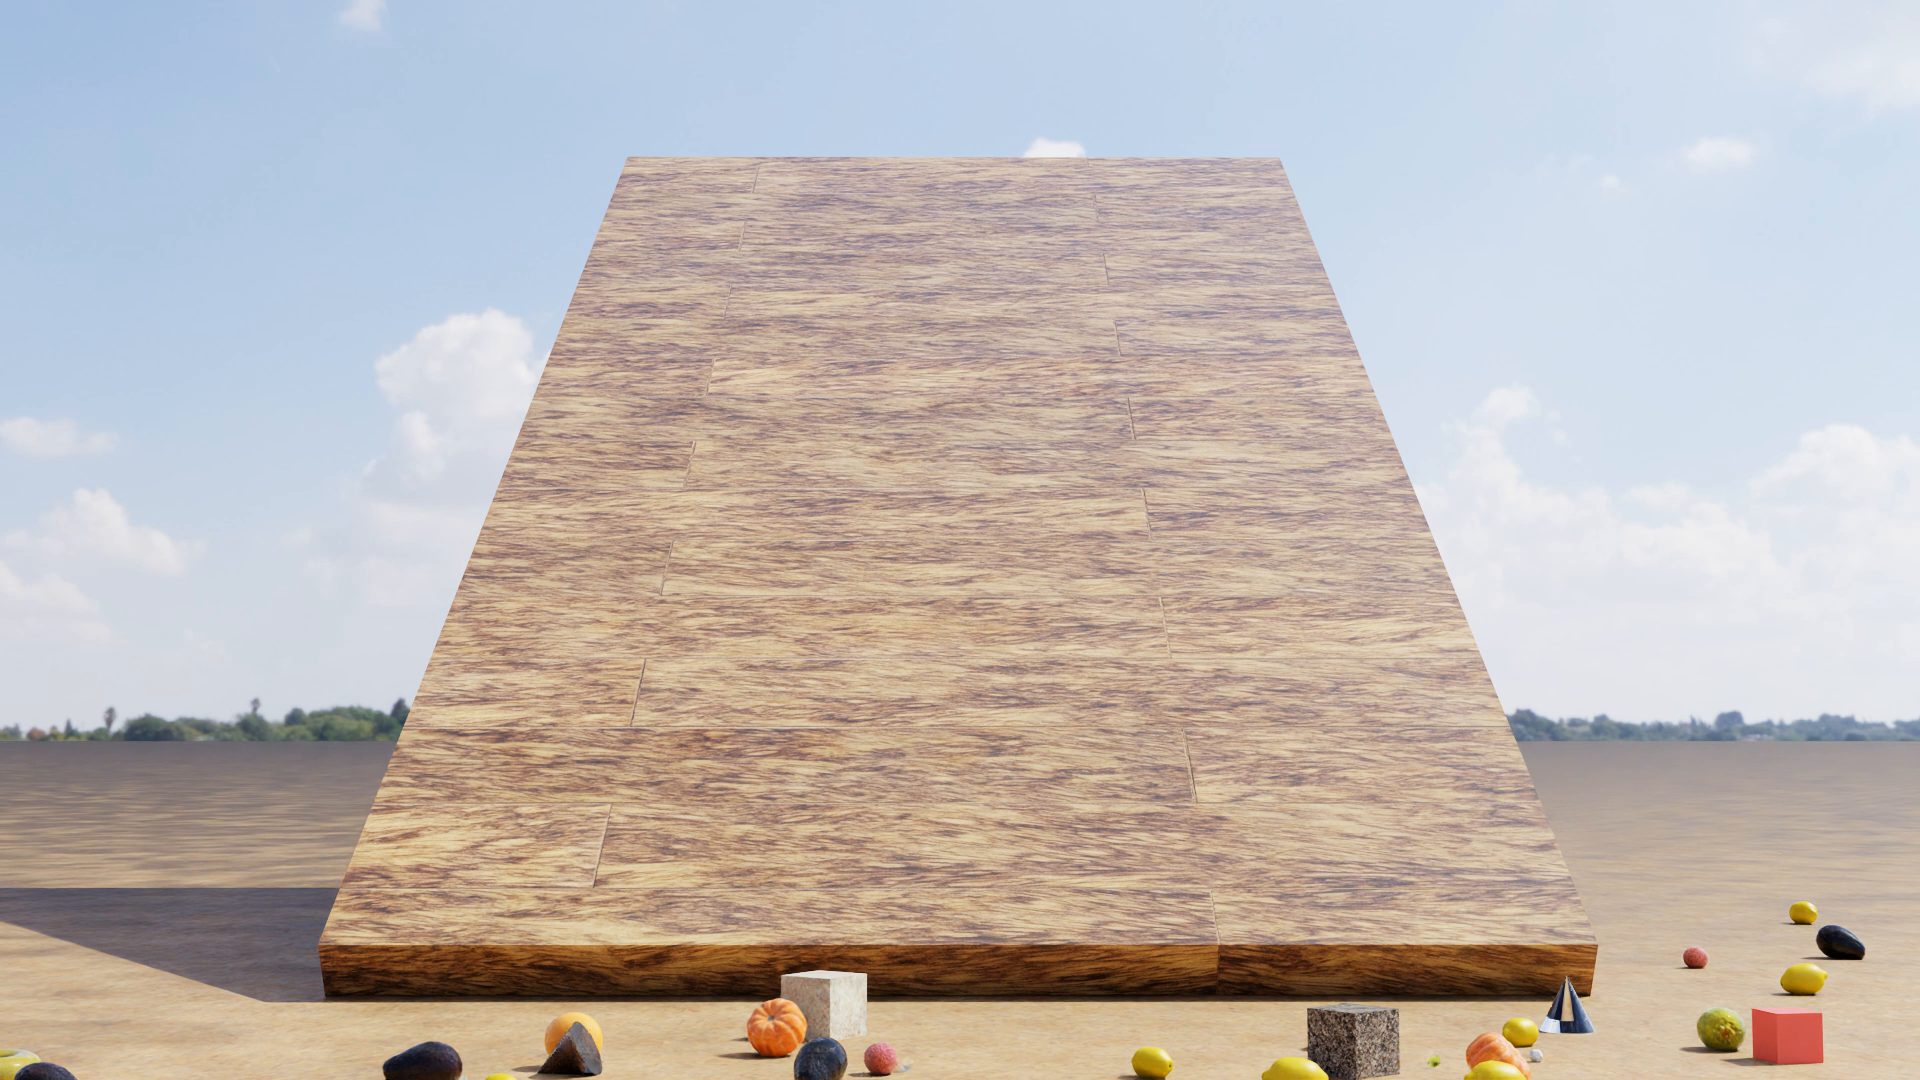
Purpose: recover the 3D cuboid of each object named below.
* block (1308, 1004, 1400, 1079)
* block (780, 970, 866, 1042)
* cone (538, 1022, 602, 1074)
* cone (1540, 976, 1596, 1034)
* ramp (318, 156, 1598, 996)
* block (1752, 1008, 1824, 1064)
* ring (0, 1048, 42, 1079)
[{"bbox_3d":[0.481,0.612,2.895,0.079,0.079,0.079,4,-6,-39],"label":"block"},{"bbox_3d":[-0.187,0.639,3.251,0.084,0.084,0.084,-3,-6,34],"label":"block"},{"bbox_3d":[-0.486,0.635,2.892,0.071,0.071,0.071,-27,-8,5],"label":"cone"},{"bbox_3d":[0.850,0.648,3.317,0.076,0.076,0.076,0,-5,0],"label":"cone"},{"bbox_3d":[-0.010,-0.227,5.506,2.000,0.100,4.000,0,27,0],"label":"ramp"},{"bbox_3d":[1.052,0.630,3.013,0.062,0.062,0.062,1,-5,-10],"label":"block"},{"bbox_3d":[-1.141,0.623,2.784,0.117,0.039,0.117,1,-4,0],"label":"ring"}]
